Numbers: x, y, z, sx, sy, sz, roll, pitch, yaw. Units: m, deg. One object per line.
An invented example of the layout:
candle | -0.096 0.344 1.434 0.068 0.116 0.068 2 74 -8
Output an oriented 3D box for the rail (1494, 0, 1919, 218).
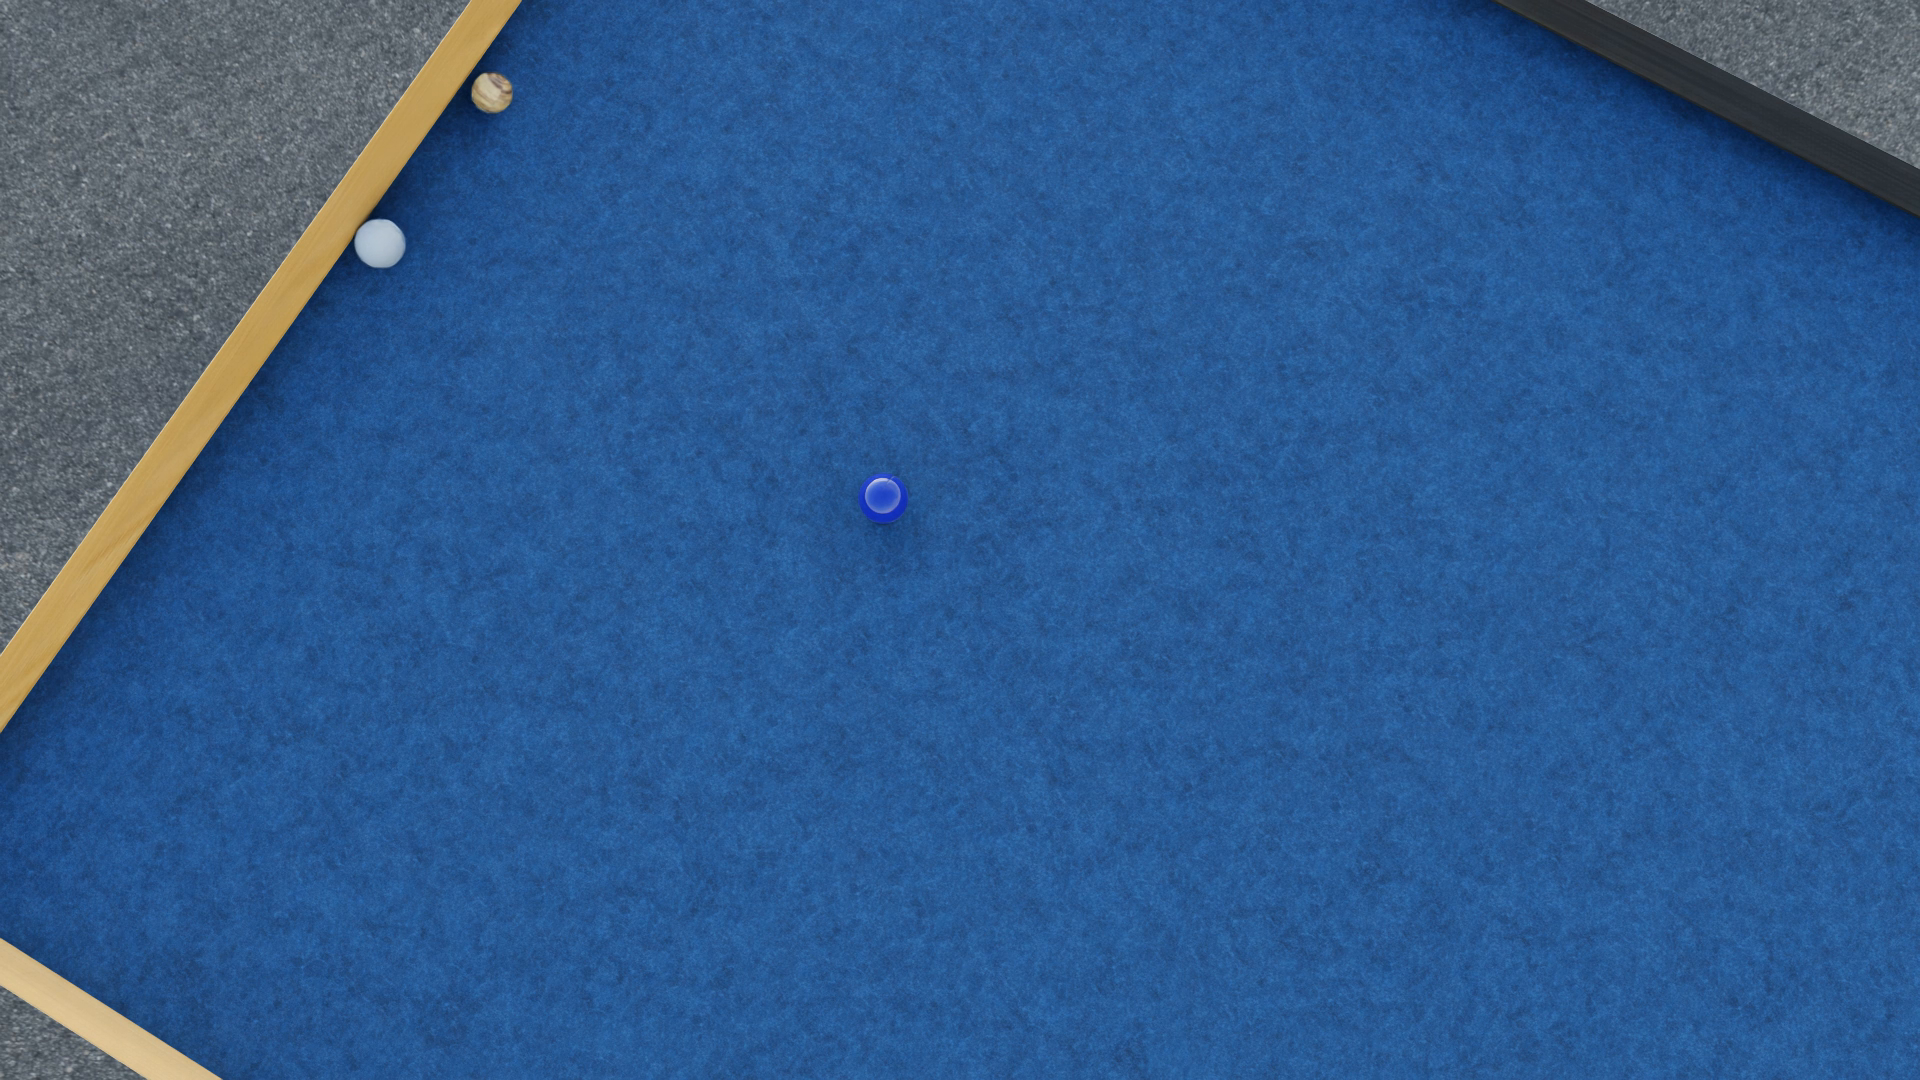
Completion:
rail | 1.596 -0.490 3.472 4.483 0.102 0.045 30 77 8

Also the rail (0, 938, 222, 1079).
rail | 0.337 1.576 2.903 4.483 0.102 0.045 30 77 8

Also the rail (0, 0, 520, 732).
rail | -0.946 -0.540 3.485 0.045 0.102 2.533 30 77 8

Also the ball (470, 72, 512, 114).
ball | -0.757 -0.723 3.555 0.066 0.066 0.066 0 75 0

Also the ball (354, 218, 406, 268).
ball | -0.917 -0.469 3.479 0.079 0.079 0.079 0 75 0

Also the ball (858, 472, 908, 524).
ball | -0.117 -0.064 3.368 0.078 0.078 0.078 0 75 0
